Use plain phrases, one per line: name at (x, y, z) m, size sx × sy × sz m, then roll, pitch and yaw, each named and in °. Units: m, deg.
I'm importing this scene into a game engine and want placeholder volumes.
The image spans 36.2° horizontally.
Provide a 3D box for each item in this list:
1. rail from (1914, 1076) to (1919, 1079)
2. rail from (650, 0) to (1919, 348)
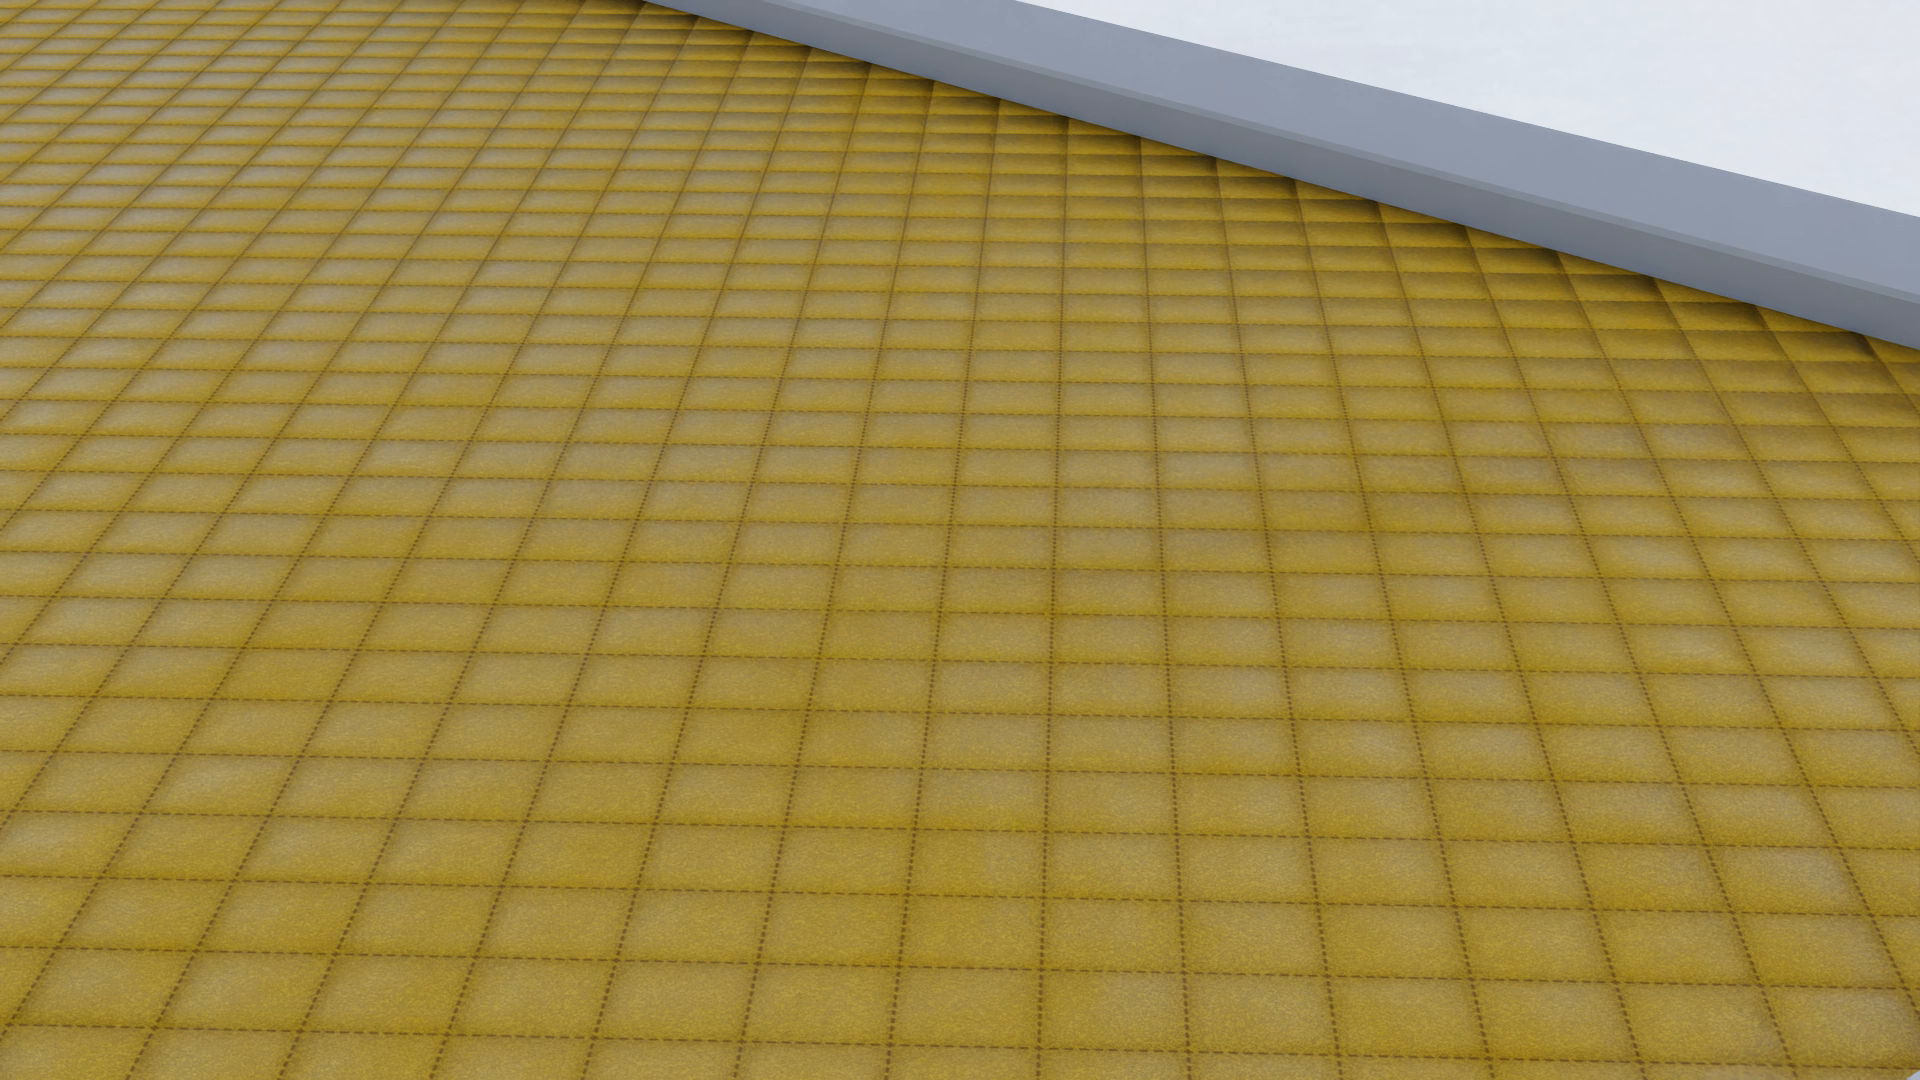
rail at (0.655, 0.256, 1.683) m, size 2.157 × 0.129 × 0.045 m, roll -20°, pitch 30°, yaw -38°
rail at (0.106, -0.592, 3.664) m, size 0.045 × 0.129 × 3.963 m, roll -20°, pitch 30°, yaw -38°
